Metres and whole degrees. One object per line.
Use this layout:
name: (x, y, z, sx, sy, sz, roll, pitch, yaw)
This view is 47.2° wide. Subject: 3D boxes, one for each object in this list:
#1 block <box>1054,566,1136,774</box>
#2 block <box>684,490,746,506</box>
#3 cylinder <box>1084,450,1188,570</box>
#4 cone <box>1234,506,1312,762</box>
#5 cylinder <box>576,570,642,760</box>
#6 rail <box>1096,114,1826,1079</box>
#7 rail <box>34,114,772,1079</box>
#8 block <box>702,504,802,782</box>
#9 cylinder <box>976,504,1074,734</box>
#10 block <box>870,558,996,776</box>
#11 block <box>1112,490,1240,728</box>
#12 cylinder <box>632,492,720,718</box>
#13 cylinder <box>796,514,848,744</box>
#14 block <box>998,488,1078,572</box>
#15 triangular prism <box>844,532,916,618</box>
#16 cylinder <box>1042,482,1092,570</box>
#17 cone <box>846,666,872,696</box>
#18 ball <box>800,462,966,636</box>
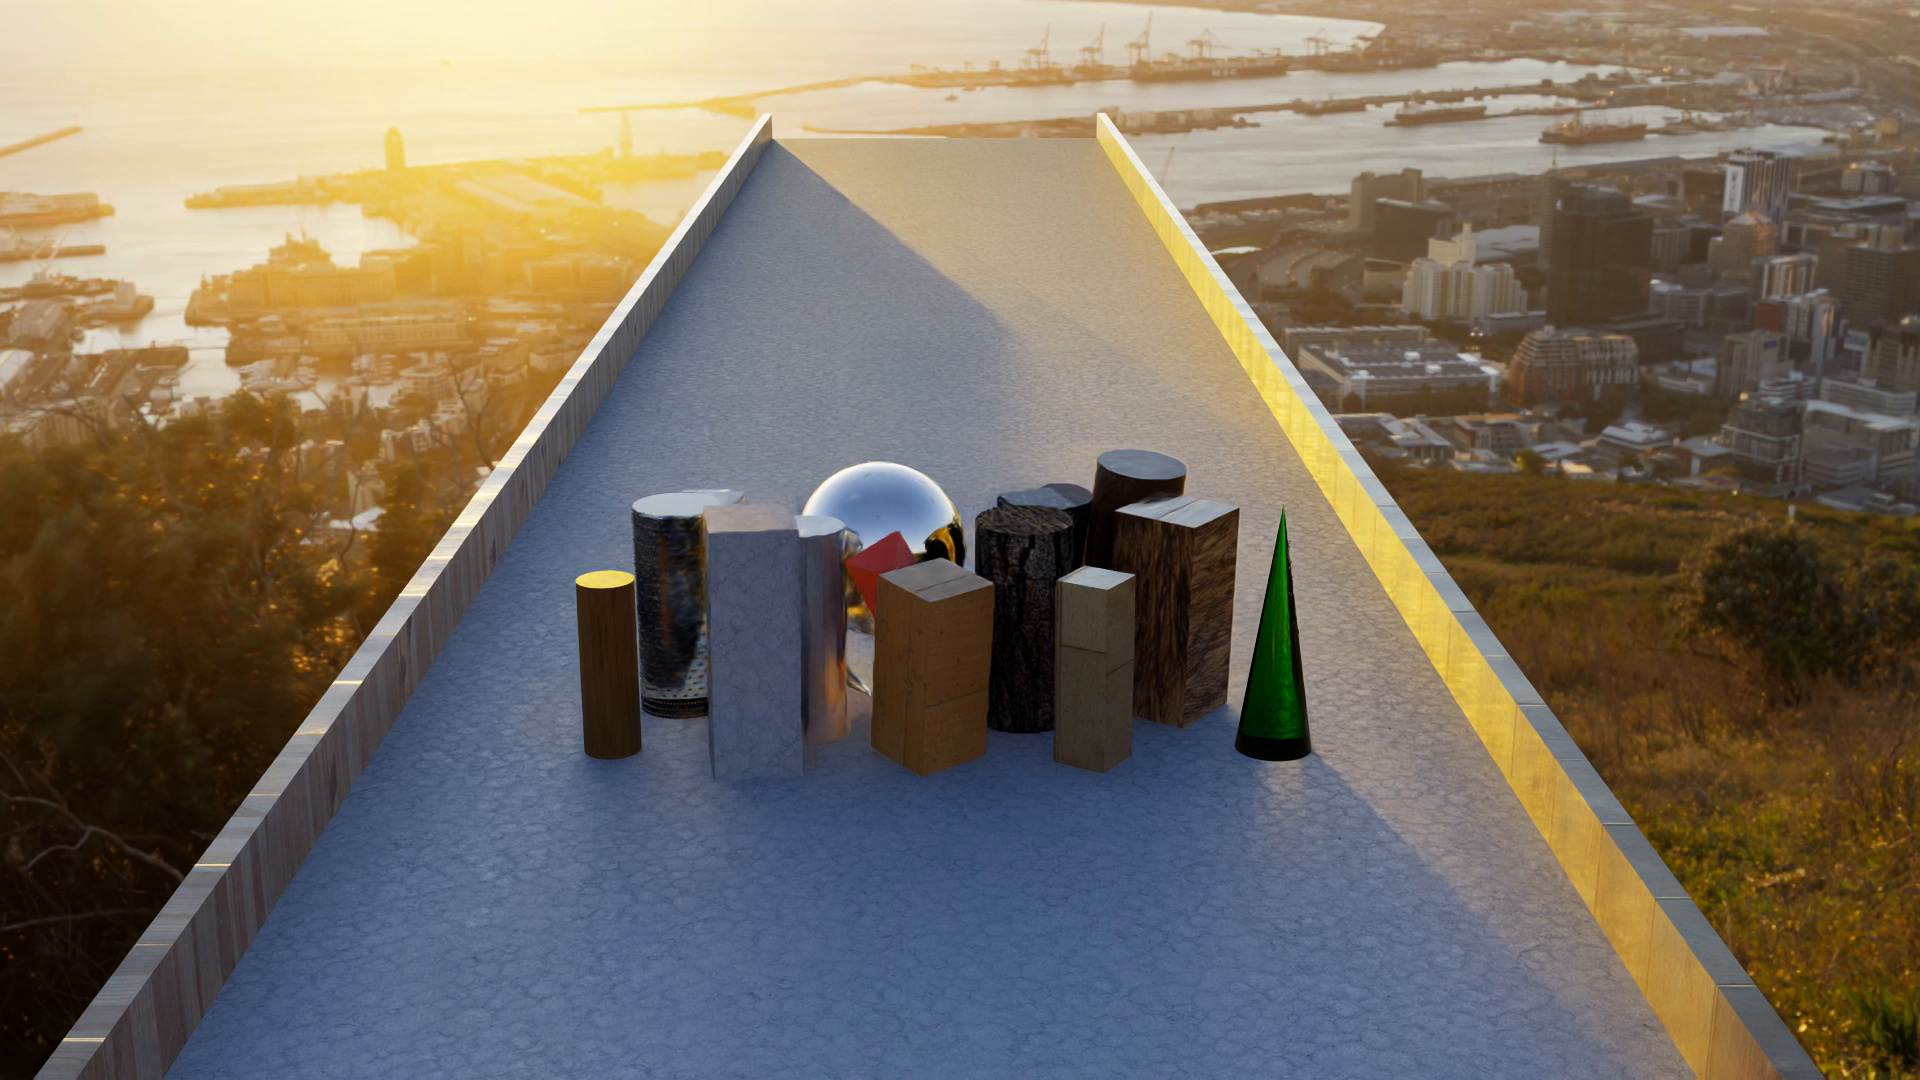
block: (0.237, 0.227, 3.870, 0.102, 0.338, 0.102, 10, 19, 31)
block: (-0.481, 0.087, 4.301, 0.122, 0.348, 0.122, 1, 21, 11)
cylinder: (0.330, 0.048, 4.304, 0.173, 0.416, 0.173, 5, 21, -2)
cone: (0.565, 0.154, 3.905, 0.138, 0.457, 0.138, 0, 17, 0)
cylinder: (-0.625, 0.223, 3.916, 0.102, 0.320, 0.102, 0, 17, 0)
rail: (0.932, -0.844, 7.801, 0.050, 0.150, 12.000, 0, 17, -1)
rail: (-1.118, -0.838, 7.780, 0.050, 0.150, 12.000, 0, 17, -1)
block: (-0.360, 0.178, 3.824, 0.152, 0.454, 0.152, -2, 18, -9)
cylinder: (0.118, 0.145, 4.056, 0.178, 0.384, 0.178, 0, 18, 0)
block: (-0.049, 0.222, 3.870, 0.145, 0.332, 0.145, -15, 28, -38)
block: (0.396, 0.127, 4.110, 0.169, 0.387, 0.169, 13, 21, 33)
cylinder: (-0.524, 0.122, 4.125, 0.163, 0.393, 0.163, 0, 17, 0)
cylinder: (-0.272, 0.161, 3.974, 0.132, 0.393, 0.132, 0, 18, 0)
block: (0.139, 0.098, 4.225, 0.112, 0.373, 0.112, -8, 24, -25)
triangular prism: (-0.067, 0.155, 4.020, 0.113, 0.398, 0.098, 14, 54, 39)
cylinder: (0.191, 0.066, 4.373, 0.105, 0.347, 0.105, 5, 26, -2)
cone: (-0.272, 0.235, 4.337, 0.114, 0.114, 0.383, -12, 29, -36)
ball: (-0.151, 0.016, 4.134, 0.326, 0.326, 0.326, 0, 17, 0)
